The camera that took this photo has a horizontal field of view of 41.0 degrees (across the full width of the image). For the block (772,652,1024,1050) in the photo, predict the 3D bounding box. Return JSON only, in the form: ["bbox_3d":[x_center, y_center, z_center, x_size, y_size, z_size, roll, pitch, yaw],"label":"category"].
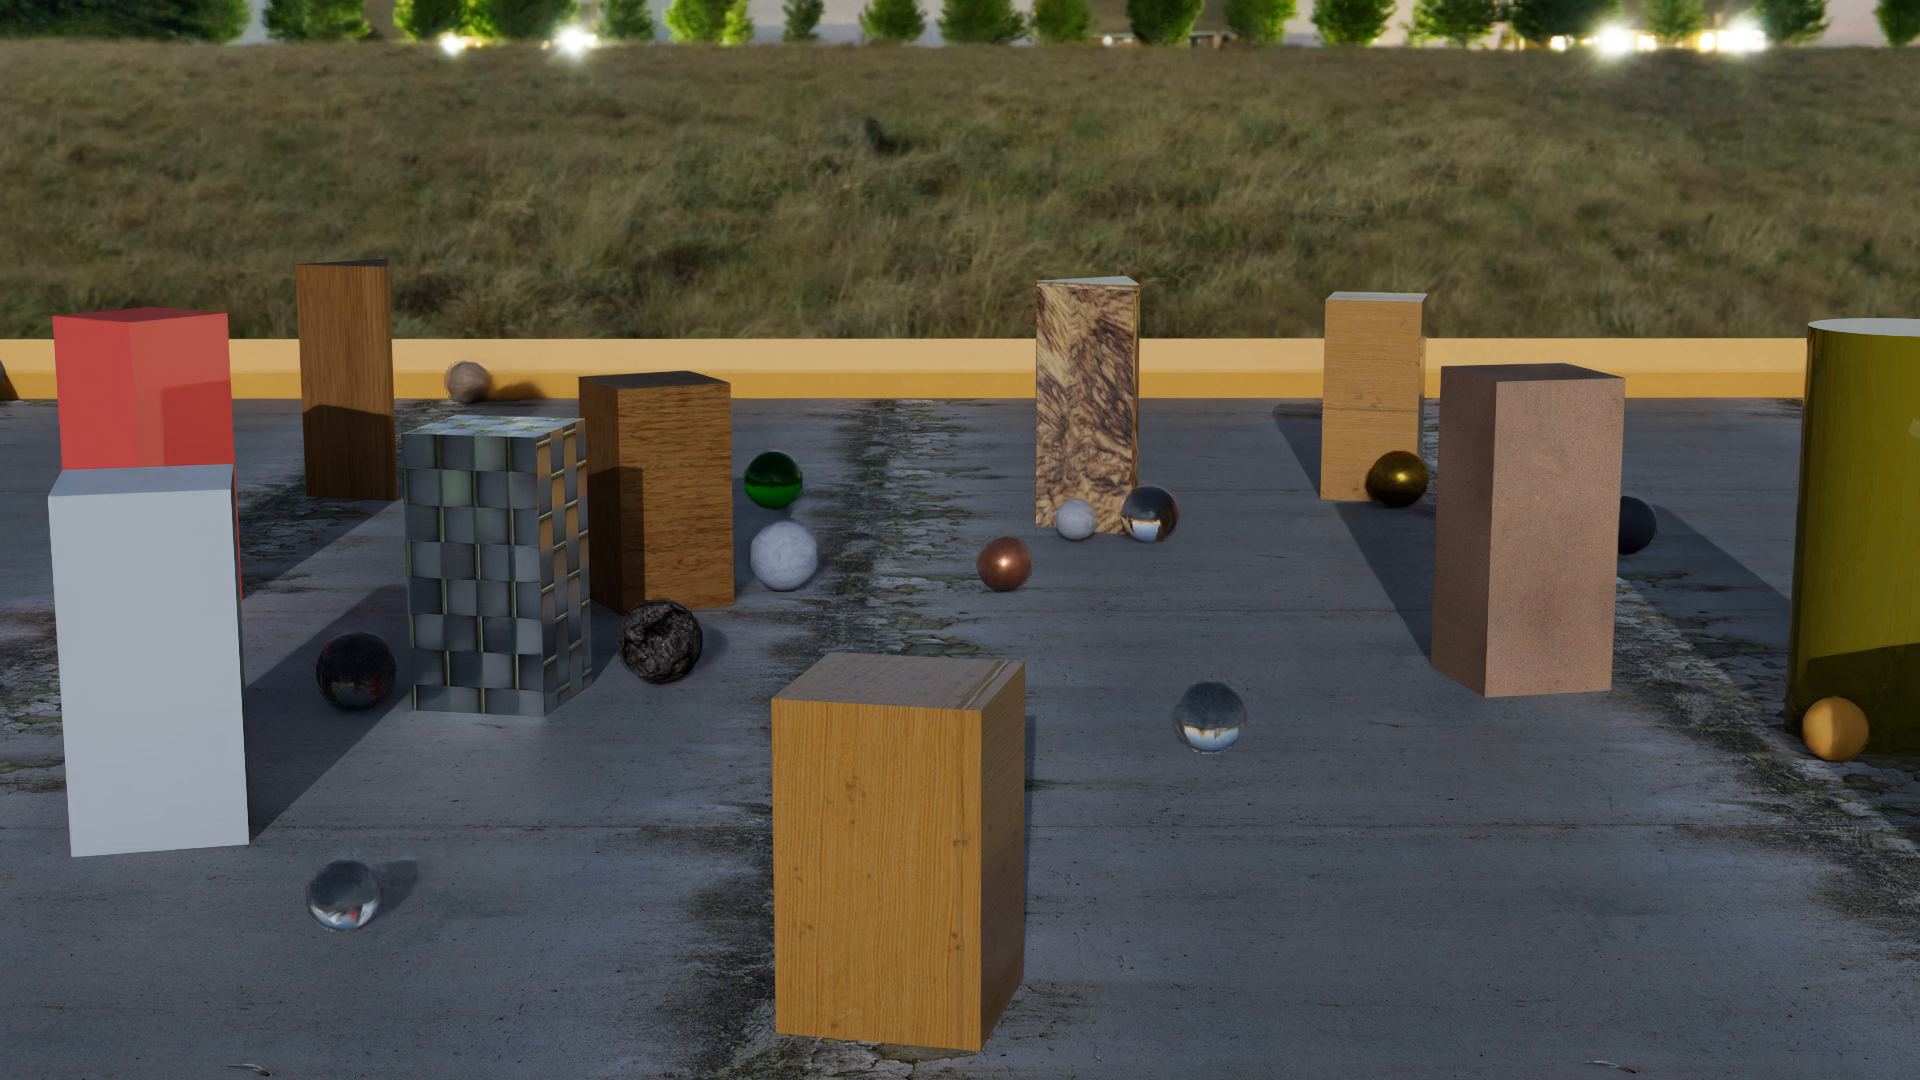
[{"bbox_3d":[-0.045,0.236,1.992,0.160,0.262,0.160,2,11,13],"label":"block"}]

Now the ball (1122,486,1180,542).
[{"bbox_3d":[0.294,-0.040,3.965,0.089,0.089,0.089,0,10,0],"label":"ball"}]

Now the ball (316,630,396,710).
[{"bbox_3d":[-0.692,0.149,2.941,0.089,0.089,0.089,0,10,0],"label":"ball"}]

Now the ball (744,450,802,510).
[{"bbox_3d":[-0.310,-0.100,4.265,0.098,0.098,0.098,0,10,0],"label":"ball"}]

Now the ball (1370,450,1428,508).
[{"bbox_3d":[0.733,-0.102,4.284,0.095,0.095,0.095,0,10,0],"label":"ball"}]

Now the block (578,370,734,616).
[{"bbox_3d":[-0.416,-0.067,3.514,0.160,0.306,0.160,-5,12,-27],"label":"block"}]

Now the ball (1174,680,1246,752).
[{"bbox_3d":[0.269,0.189,2.756,0.077,0.077,0.077,0,10,0],"label":"ball"}]

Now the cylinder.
[{"bbox_3d":[1.016,-0.008,2.799,0.200,0.449,0.200,0,10,0],"label":"cylinder"}]

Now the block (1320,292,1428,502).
[{"bbox_3d":[0.710,-0.247,4.396,0.160,0.340,0.160,3,11,13],"label":"block"}]

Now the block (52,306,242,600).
[{"bbox_3d":[-1.102,-0.108,3.485,0.160,0.397,0.160,7,13,34],"label":"block"}]

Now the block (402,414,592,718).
[{"bbox_3d":[-0.533,0.026,2.971,0.160,0.320,0.160,2,11,11],"label":"block"}]

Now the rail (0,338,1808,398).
[{"bbox_3d":[-0.013,-0.376,5.664,4.256,0.130,0.045,0,10,0],"label":"rail"}]

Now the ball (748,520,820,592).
[{"bbox_3d":[-0.246,0.022,3.600,0.100,0.100,0.100,0,10,0],"label":"ball"}]

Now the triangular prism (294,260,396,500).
[{"bbox_3d":[-1.018,-0.279,4.412,0.173,0.396,0.150,3,11,16],"label":"triangular prism"}]

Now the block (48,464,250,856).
[{"bbox_3d":[-0.771,0.110,2.457,0.160,0.341,0.160,-3,11,-14],"label":"block"}]

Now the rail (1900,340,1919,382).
[{"bbox_3d":[2.104,0.031,3.461,0.045,0.130,4.553,0,10,0],"label":"rail"}]

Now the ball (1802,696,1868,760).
[{"bbox_3d":[0.928,0.200,2.723,0.068,0.068,0.068,0,10,0],"label":"ball"}]

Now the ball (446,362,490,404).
[{"bbox_3d":[-1.073,-0.344,5.597,0.093,0.093,0.093,0,10,0],"label":"ball"}]

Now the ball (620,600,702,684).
[{"bbox_3d":[-0.357,0.121,3.063,0.099,0.099,0.099,0,10,0],"label":"ball"}]

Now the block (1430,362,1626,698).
[{"bbox_3d":[0.674,-0.016,3.057,0.160,0.371,0.160,-2,11,-12],"label":"block"}]

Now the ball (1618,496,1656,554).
[{"bbox_3d":[1.008,-0.023,3.878,0.086,0.086,0.086,0,10,0],"label":"ball"}]

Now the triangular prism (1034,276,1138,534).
[{"bbox_3d":[0.231,-0.220,4.106,0.173,0.392,0.150,5,12,26],"label":"triangular prism"}]

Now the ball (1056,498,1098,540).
[{"bbox_3d":[0.182,-0.031,3.982,0.066,0.066,0.066,0,10,0],"label":"ball"}]

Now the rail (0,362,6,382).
[{"bbox_3d":[-2.104,0.036,3.437,0.045,0.130,4.553,0,10,0],"label":"rail"}]

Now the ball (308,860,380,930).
[{"bbox_3d":[-0.525,0.303,2.188,0.060,0.060,0.060,0,10,0],"label":"ball"}]

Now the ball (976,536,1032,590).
[{"bbox_3d":[0.062,0.033,3.603,0.077,0.077,0.077,0,10,0],"label":"ball"}]

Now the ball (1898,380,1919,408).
[{"bbox_3d":[2.055,-0.315,5.529,0.061,0.061,0.061,0,10,0],"label":"ball"}]
